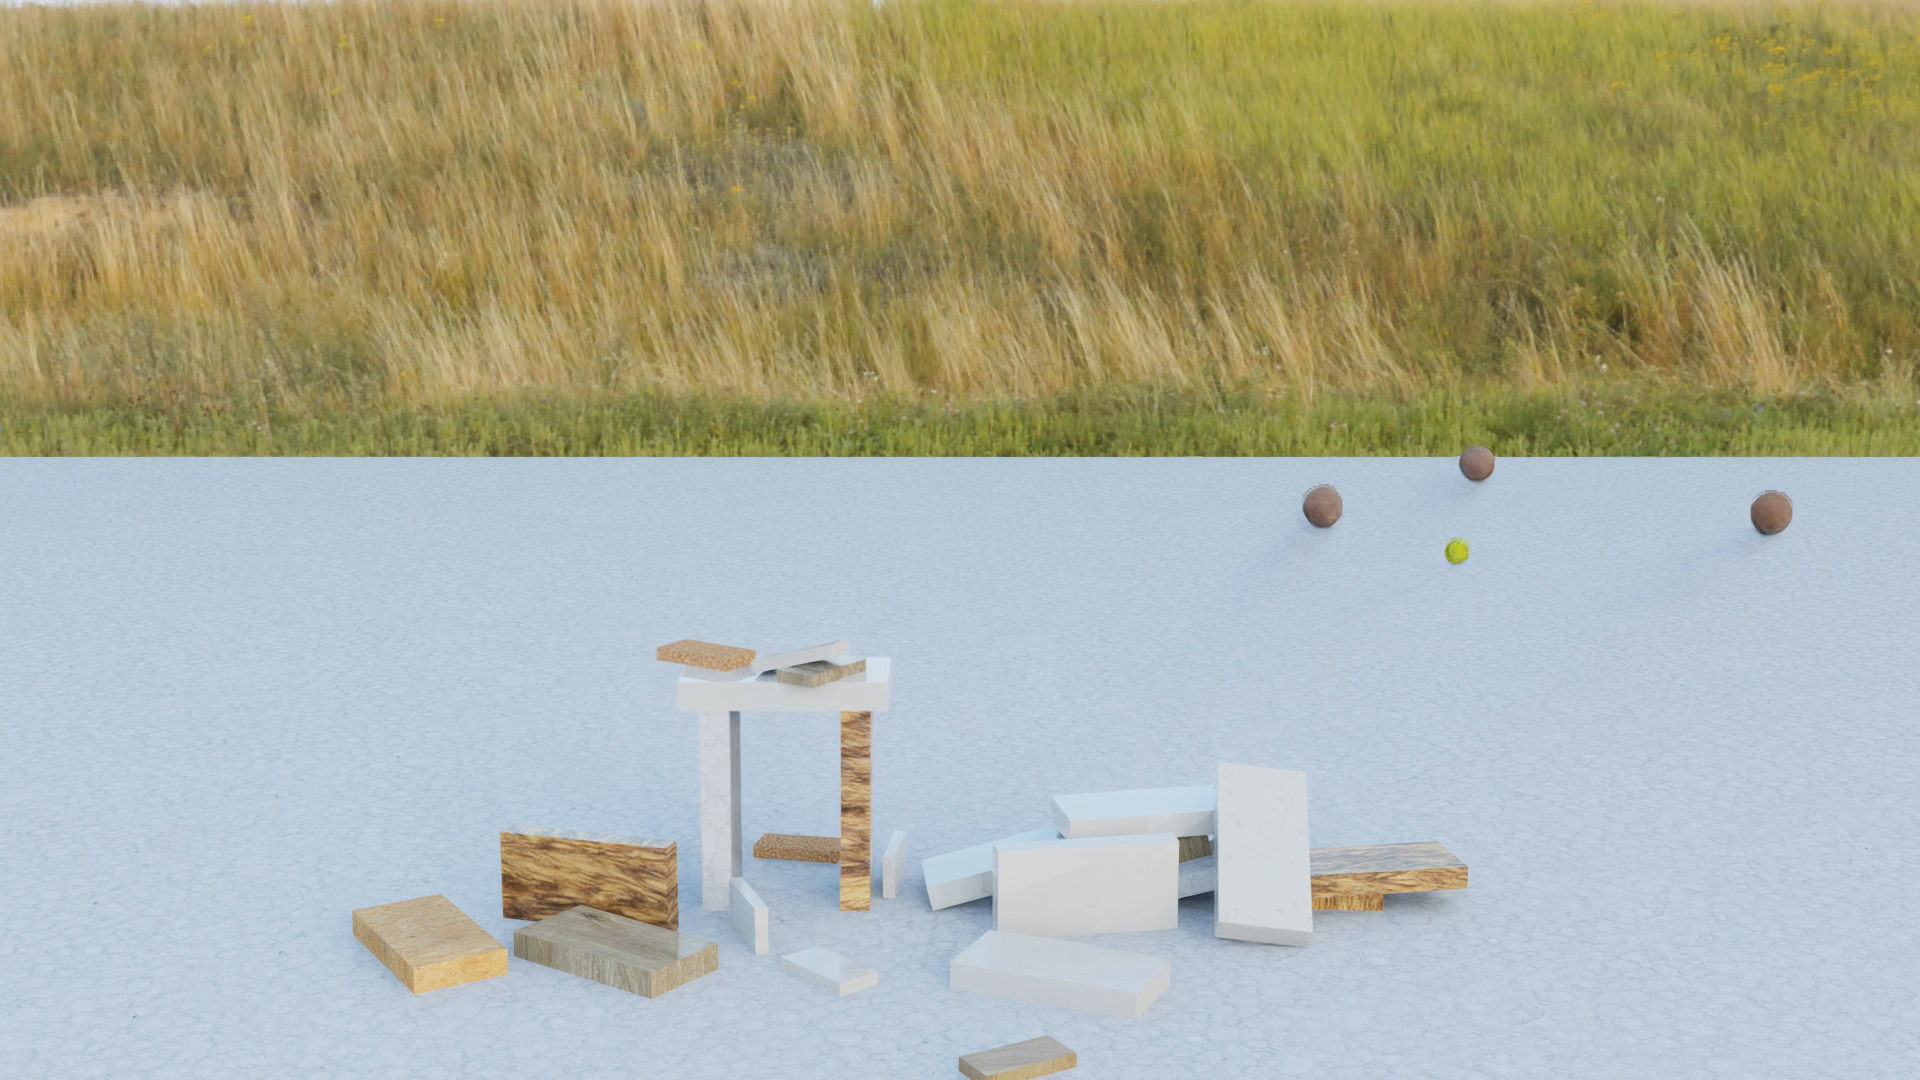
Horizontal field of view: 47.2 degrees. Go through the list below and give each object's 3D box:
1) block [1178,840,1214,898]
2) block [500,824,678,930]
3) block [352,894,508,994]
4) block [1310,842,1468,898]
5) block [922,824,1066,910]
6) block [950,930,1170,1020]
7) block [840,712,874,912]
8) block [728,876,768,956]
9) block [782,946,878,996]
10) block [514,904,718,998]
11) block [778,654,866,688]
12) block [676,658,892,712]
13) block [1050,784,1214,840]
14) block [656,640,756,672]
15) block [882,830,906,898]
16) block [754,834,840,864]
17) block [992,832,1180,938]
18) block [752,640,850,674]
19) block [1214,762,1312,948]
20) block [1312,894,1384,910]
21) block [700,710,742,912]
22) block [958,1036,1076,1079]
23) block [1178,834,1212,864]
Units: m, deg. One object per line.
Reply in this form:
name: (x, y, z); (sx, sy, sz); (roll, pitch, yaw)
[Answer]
block: (0.395, 0.543, 3.644); (0.266, 0.038, 0.133); (-14, 10, 2)
block: (-0.594, 0.544, 3.521); (0.290, 0.145, 0.041); (3, 11, 16)
block: (-0.821, 0.620, 3.394); (0.145, 0.041, 0.290); (-7, 12, -32)
block: (0.684, 0.542, 3.620); (0.266, 0.038, 0.133); (-2, 11, -10)
block: (0.085, 0.536, 3.653); (0.290, 0.041, 0.145); (-15, 10, -2)
block: (0.149, 0.644, 3.266); (0.292, 0.041, 0.146); (5, 12, 24)
block: (-0.169, 0.424, 3.638); (0.048, 0.337, 0.168); (1, 11, 0)
block: (-0.333, 0.591, 3.460); (0.021, 0.075, 0.151); (-4, 11, -21)
block: (-0.197, 0.647, 3.306); (0.072, 0.020, 0.143); (-9, 14, -41)
block: (-0.527, 0.626, 3.361); (0.290, 0.041, 0.145); (7, 13, 35)
block: (-0.222, 0.210, 3.551); (0.072, 0.020, 0.143); (7, 13, 33)
block: (-0.284, 0.235, 3.603); (0.337, 0.048, 0.168); (0, 11, 1)
block: (0.308, 0.456, 3.660); (0.290, 0.041, 0.145); (-3, 10, -10)
block: (-0.422, 0.191, 3.652); (0.150, 0.021, 0.075); (7, 13, 33)
block: (-0.110, 0.546, 3.711); (0.020, 0.071, 0.142); (1, 11, 6)
block: (-0.281, 0.542, 3.869); (0.150, 0.021, 0.075); (2, 11, 11)
block: (0.199, 0.549, 3.487); (0.293, 0.146, 0.041); (-2, 11, -11)
block: (-0.259, 0.188, 3.563); (0.142, 0.020, 0.071); (-12, 2, 16)
block: (0.483, 0.500, 3.524); (0.146, 0.041, 0.319); (7, 45, 0)
block: (0.560, 0.573, 3.657); (0.266, 0.038, 0.133); (1, 11, 3)
block: (-0.394, 0.424, 3.638); (0.048, 0.337, 0.168); (0, 11, 0)
block: (0.078, 0.708, 2.980); (0.143, 0.020, 0.072); (-6, 12, -30)
block: (0.267, 0.524, 3.699); (0.290, 0.041, 0.145); (-14, 10, -1)
